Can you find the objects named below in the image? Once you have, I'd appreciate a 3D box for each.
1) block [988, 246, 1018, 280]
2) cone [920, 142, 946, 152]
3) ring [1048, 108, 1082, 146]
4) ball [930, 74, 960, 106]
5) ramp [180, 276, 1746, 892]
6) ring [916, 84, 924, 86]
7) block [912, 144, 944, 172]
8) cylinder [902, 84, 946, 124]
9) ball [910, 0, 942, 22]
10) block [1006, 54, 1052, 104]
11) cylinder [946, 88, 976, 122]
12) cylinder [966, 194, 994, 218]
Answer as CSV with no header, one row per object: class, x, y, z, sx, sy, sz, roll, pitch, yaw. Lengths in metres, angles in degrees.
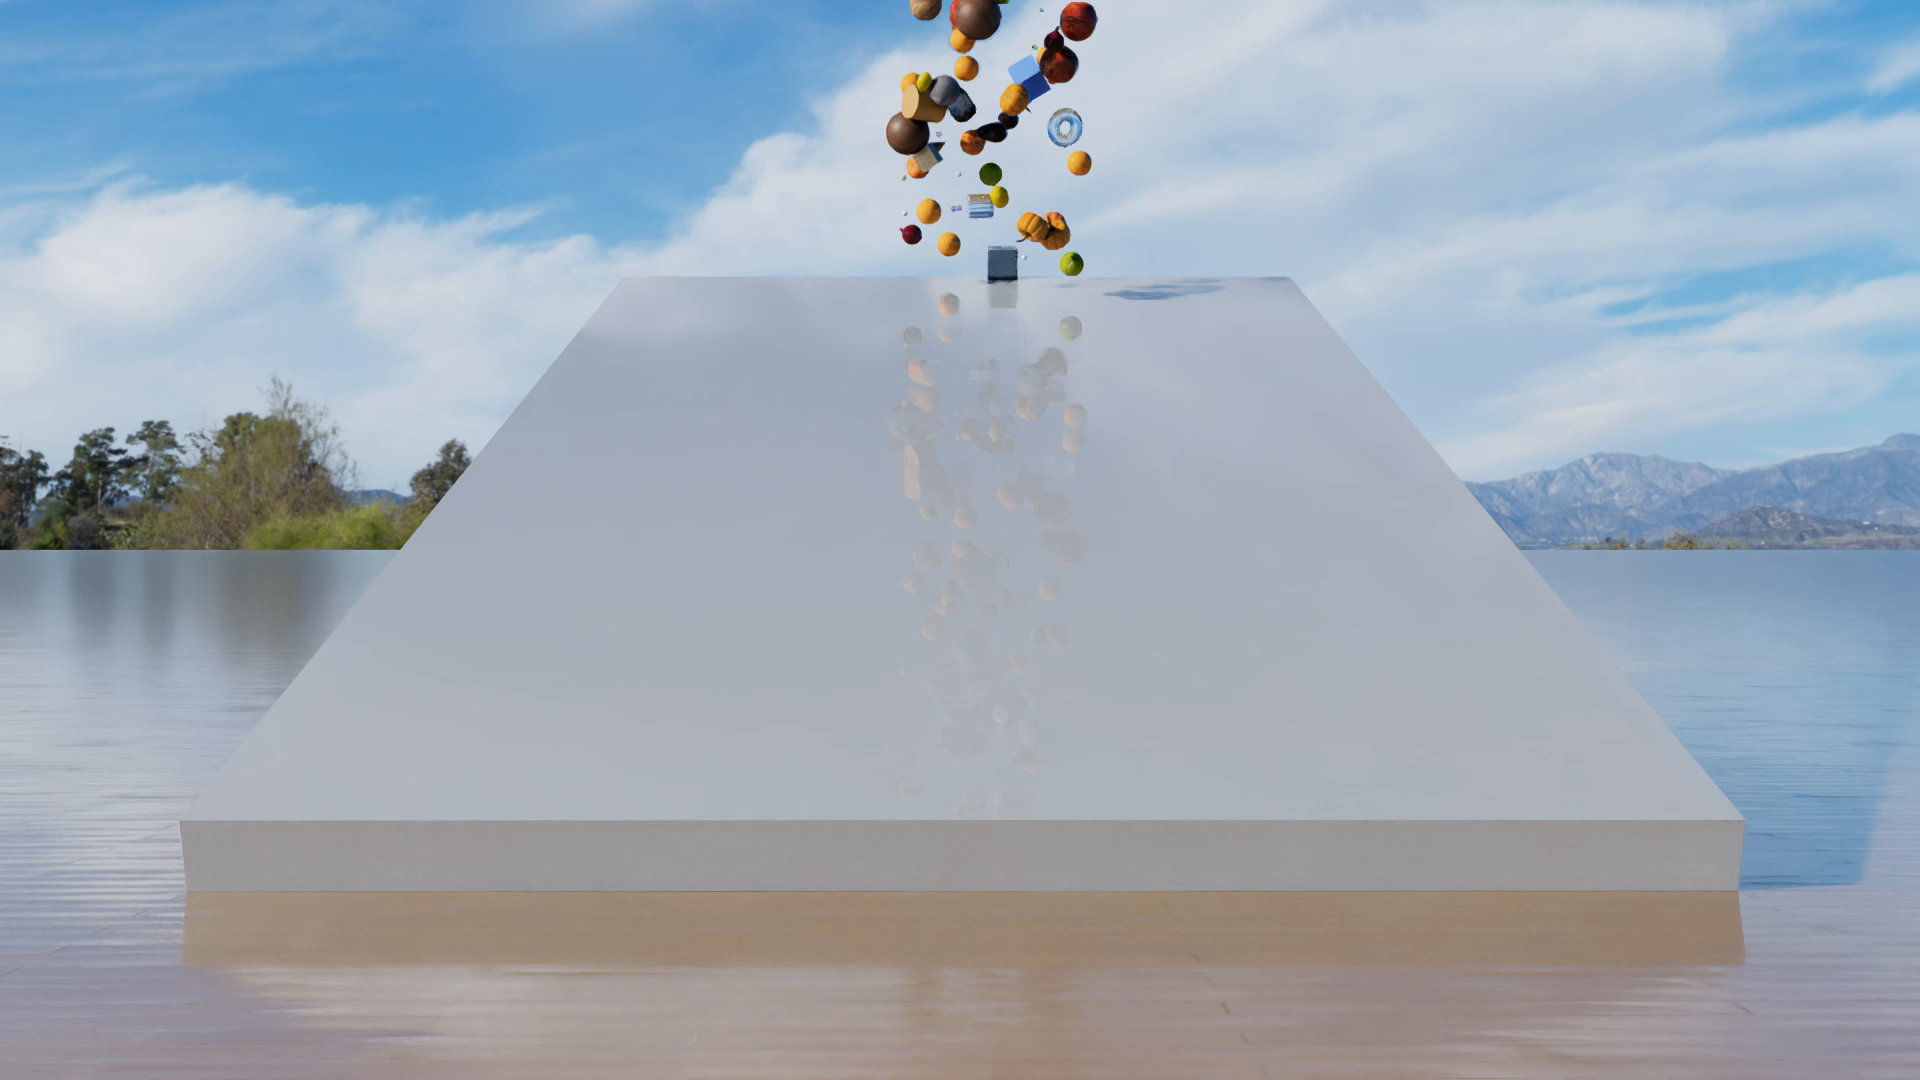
block,0.126,-0.830,6.637,0.087,0.087,0.087,-1,17,0
cone,-0.072,-1.161,6.557,0.070,0.070,0.070,-27,-2,5
ring,0.303,-1.187,6.383,0.112,0.112,0.037,0,-2,32
ball,-0.044,-1.275,6.290,0.088,0.088,0.088,0,0,0
ramp,-0.003,-0.169,4.760,2.000,0.100,4.000,0,17,0
ring,-0.118,-1.286,6.512,0.101,0.101,0.034,0,21,-10
block,-0.094,-1.115,6.476,0.058,0.058,0.058,-32,7,22
cylinder,-0.103,-1.258,6.395,0.098,0.098,0.098,3,-1,-32
ball,-0.100,-1.552,6.421,0.094,0.094,0.094,0,0,0
block,0.202,-1.354,6.510,0.084,0.084,0.084,-29,-38,9
cylinder,-0.001,-1.248,6.358,0.073,0.073,0.073,0,-22,23
cylinder,0.059,-0.996,6.610,0.071,0.071,0.071,-4,0,-9
